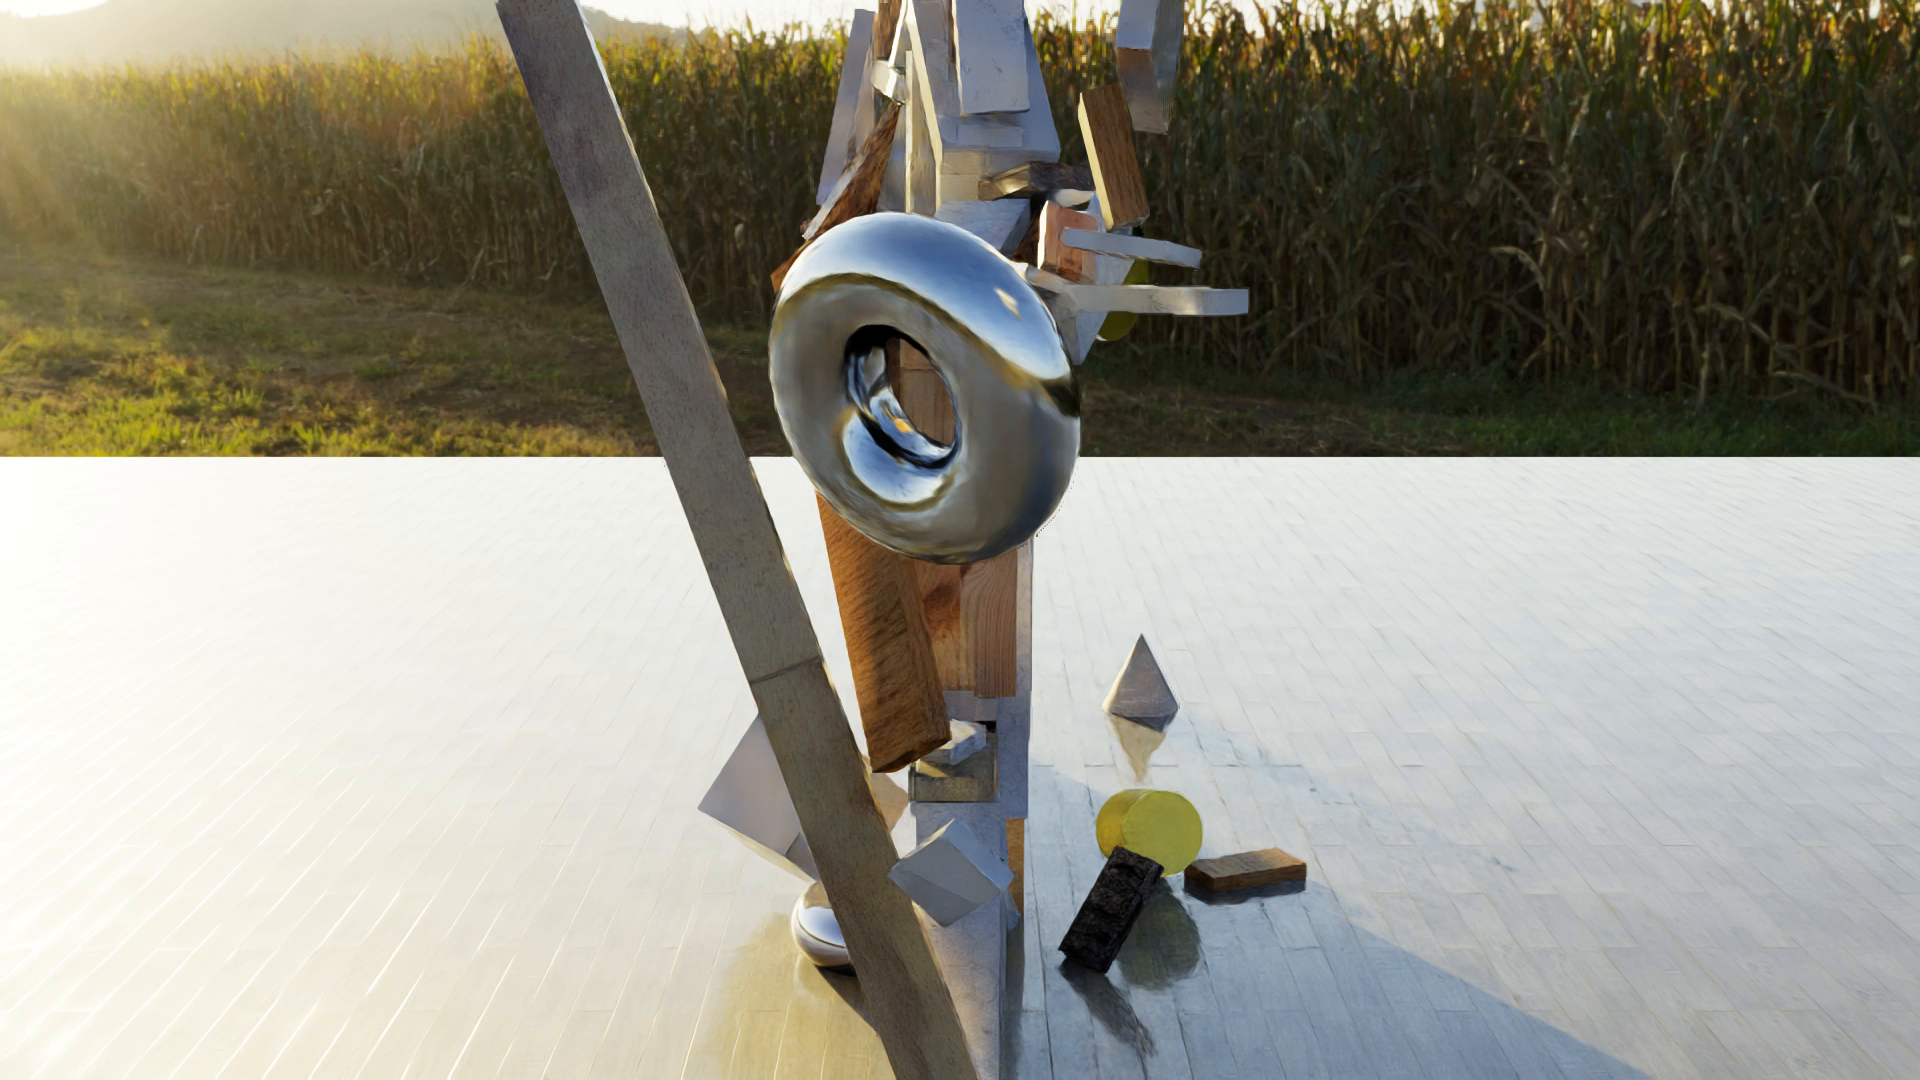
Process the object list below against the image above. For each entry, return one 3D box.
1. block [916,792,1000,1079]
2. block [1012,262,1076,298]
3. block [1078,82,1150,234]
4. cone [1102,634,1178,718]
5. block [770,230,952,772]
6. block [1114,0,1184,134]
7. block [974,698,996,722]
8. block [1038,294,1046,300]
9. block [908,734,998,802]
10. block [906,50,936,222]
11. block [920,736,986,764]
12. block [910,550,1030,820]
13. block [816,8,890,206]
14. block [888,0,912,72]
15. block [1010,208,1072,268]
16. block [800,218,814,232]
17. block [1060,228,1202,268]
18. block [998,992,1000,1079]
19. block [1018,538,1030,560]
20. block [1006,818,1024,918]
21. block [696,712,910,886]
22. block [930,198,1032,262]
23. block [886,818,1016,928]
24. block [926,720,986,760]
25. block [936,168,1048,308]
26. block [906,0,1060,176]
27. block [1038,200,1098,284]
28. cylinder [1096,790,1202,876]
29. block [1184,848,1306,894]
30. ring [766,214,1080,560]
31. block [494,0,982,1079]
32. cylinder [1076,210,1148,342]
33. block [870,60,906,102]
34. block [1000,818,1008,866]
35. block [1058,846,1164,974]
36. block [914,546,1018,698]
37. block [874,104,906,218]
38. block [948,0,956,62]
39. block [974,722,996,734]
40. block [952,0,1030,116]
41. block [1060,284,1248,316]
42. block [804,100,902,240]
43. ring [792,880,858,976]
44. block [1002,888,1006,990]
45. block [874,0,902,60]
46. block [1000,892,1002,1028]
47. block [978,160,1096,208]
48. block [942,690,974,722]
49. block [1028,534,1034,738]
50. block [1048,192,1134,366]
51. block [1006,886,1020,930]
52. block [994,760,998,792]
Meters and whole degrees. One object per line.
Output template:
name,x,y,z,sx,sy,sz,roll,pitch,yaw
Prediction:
block,-0.003,0.527,2.771,0.104,0.456,0.029,0,22,0
block,0.086,-0.320,2.696,0.071,0.020,0.141,19,3,-21
block,0.182,-0.451,2.625,0.043,0.152,0.304,-14,5,4
cone,0.398,0.286,4.838,0.171,0.171,0.171,0,11,0
block,-0.132,-0.058,2.802,0.035,0.704,0.123,4,-26,-38
block,0.240,-0.634,2.757,0.043,0.152,0.305,9,-7,10
block,-0.005,0.203,3.045,0.110,0.031,0.221,0,12,1
block,0.065,-0.370,3.244,0.123,0.246,0.035,13,-24,-3
block,-0.007,0.284,2.763,0.104,0.029,0.208,0,10,2
block,0.005,-0.590,3.475,0.177,0.354,0.050,-2,12,-11
block,-0.008,0.262,2.765,0.048,0.014,0.095,4,11,23
block,0.015,0.211,3.228,0.173,0.396,0.049,0,11,2
block,-0.181,-0.746,3.856,0.037,0.342,0.131,13,4,14
block,0.000,-0.892,3.506,0.158,0.316,0.045,12,4,-12
block,0.065,-0.416,3.078,0.123,0.035,0.246,4,24,19
block,-0.218,-0.560,3.881,0.123,0.017,0.062,-8,-7,44
block,0.190,-0.325,2.443,0.141,0.020,0.071,14,7,39
block,-0.002,0.624,2.894,0.108,0.217,0.031,0,10,0
block,0.018,-0.030,3.303,0.173,0.049,0.346,1,11,2
block,0.035,0.477,3.546,0.133,0.266,0.038,-1,10,-7
block,-0.251,0.429,3.580,0.205,0.205,0.205,21,-17,38
block,0.015,-0.410,2.982,0.123,0.035,0.247,0,24,12
block,-0.013,0.393,2.581,0.027,0.095,0.191,-47,0,-31
block,-0.011,0.249,2.742,0.048,0.014,0.095,7,18,28
block,0.053,-0.394,3.298,0.177,0.516,0.050,4,-23,-7
block,0.032,-0.694,3.333,0.177,0.050,0.354,-2,53,-11
block,0.135,-0.369,2.753,0.071,0.020,0.141,19,39,-11
cylinder,0.319,0.493,3.719,0.141,0.141,0.141,-3,-6,-13
block,0.487,0.562,3.747,0.185,0.026,0.092,-5,12,-24
ring,-0.044,-0.160,2.371,0.397,0.397,0.132,9,29,39
block,-0.261,0.035,2.712,0.095,1.523,0.027,-21,0,7
cylinder,0.202,-0.525,4.324,0.247,0.247,0.247,10,14,33
block,-0.060,-0.743,3.625,0.140,0.040,0.280,13,14,-13
block,0.011,0.441,3.161,0.112,0.032,0.223,0,11,0
block,0.231,0.564,3.364,0.026,0.184,0.092,39,-14,-34
block,-0.001,-0.039,2.908,0.154,0.501,0.044,0,12,1
block,-0.060,-0.567,3.638,0.140,0.280,0.040,26,32,16
block,0.032,-0.820,3.318,0.099,0.197,0.028,0,-7,-11
block,-0.006,0.346,2.999,0.110,0.228,0.031,0,12,0
block,0.044,-0.724,3.221,0.099,0.197,0.028,-4,1,-8
block,0.219,-0.273,2.488,0.191,0.027,0.095,7,10,37
block,-0.134,-0.601,3.795,0.140,0.280,0.040,29,12,-30
ring,-0.110,0.587,3.409,0.305,0.102,0.305,-3,12,1
block,0.012,0.554,3.253,0.112,0.223,0.032,0,11,-1
block,-0.049,-0.957,3.674,0.158,0.316,0.045,6,9,-1
block,0.003,0.580,3.112,0.112,0.223,0.032,0,10,0
block,0.121,-0.512,3.193,0.123,0.035,0.246,2,1,-16
block,-0.005,0.227,2.888,0.048,0.014,0.095,0,26,0
block,0.025,0.142,3.460,0.173,0.346,0.049,-1,15,-4
block,0.174,-0.354,2.902,0.035,0.123,0.247,8,43,20
block,0.035,0.540,3.412,0.092,0.026,0.184,31,6,-12
block,-0.003,0.380,2.890,0.104,0.208,0.029,0,34,1
